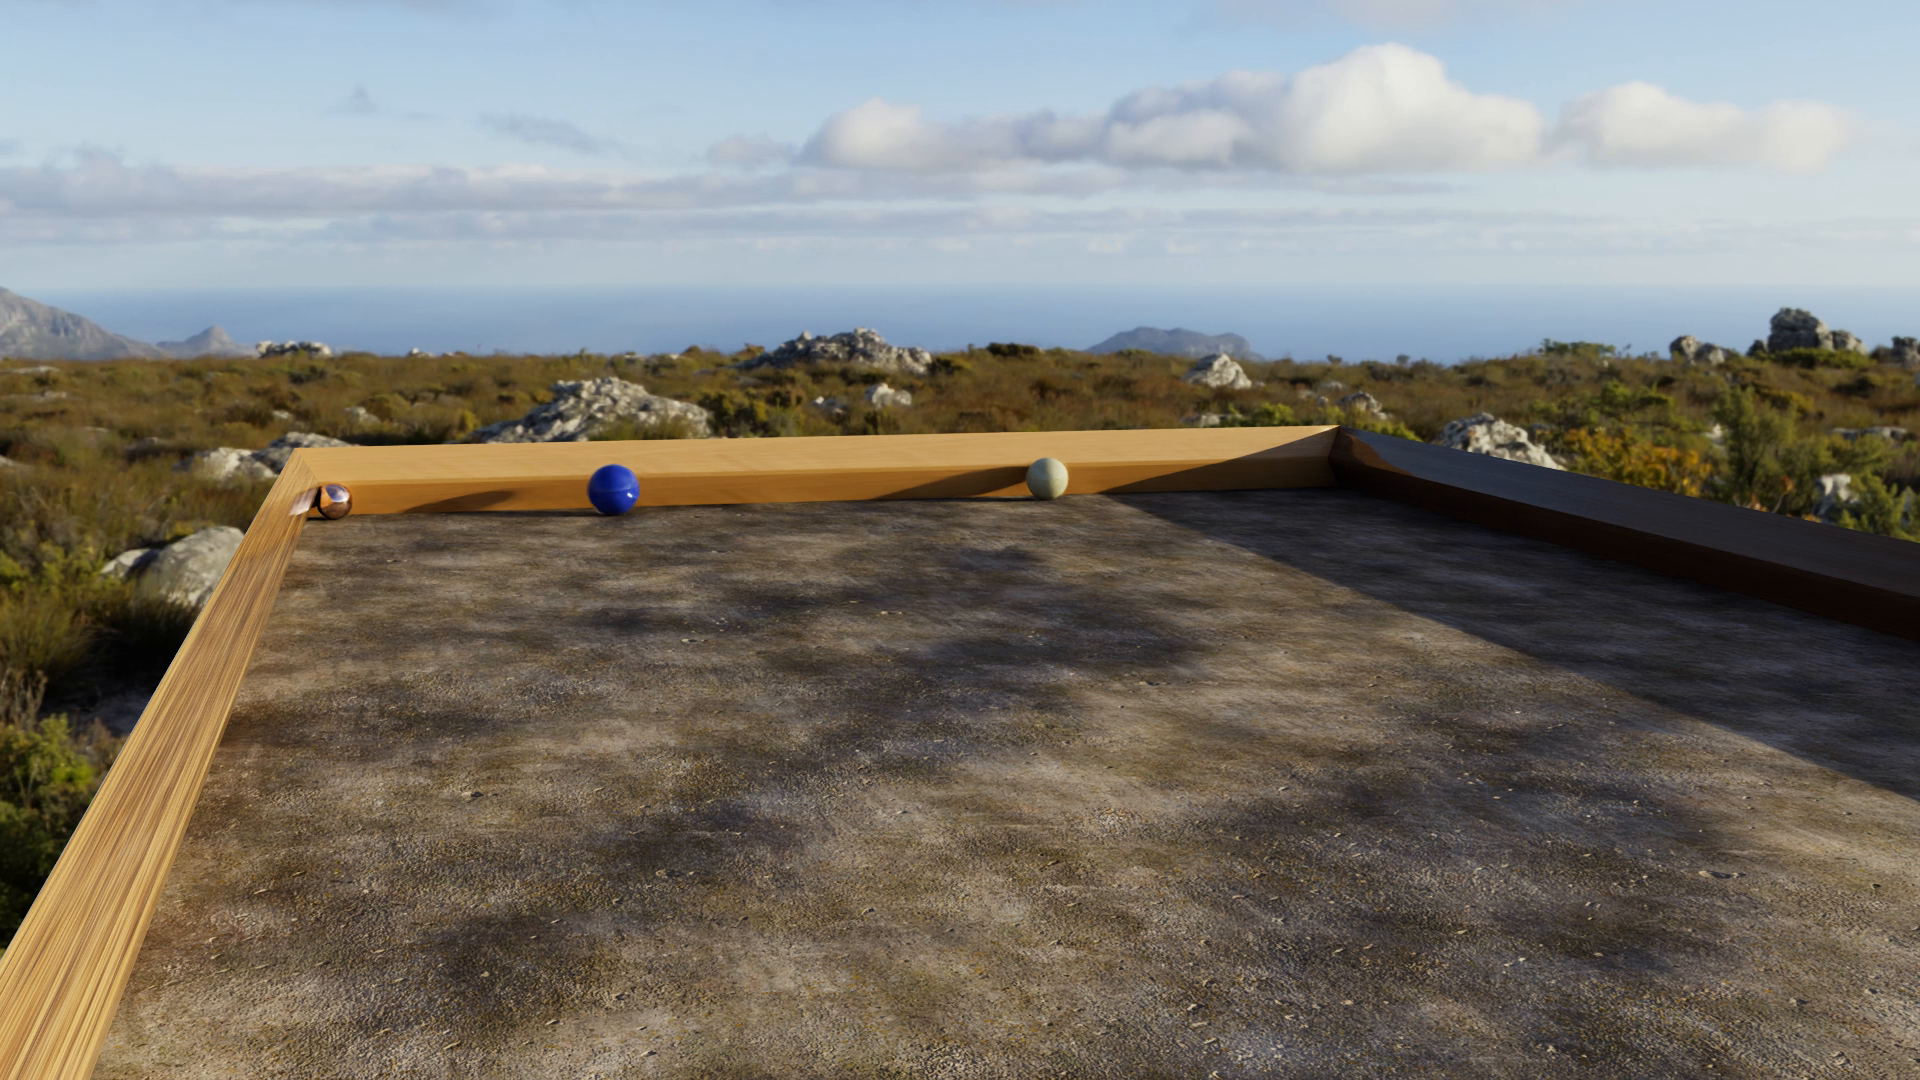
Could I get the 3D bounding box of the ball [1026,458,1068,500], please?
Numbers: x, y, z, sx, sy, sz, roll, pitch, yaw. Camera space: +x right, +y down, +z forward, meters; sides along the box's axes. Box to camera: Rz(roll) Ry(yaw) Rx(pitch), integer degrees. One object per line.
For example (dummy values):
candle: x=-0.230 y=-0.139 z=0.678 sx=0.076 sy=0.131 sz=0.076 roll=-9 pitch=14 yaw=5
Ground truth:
ball: x=0.176 y=-0.124 z=4.432 sx=0.086 sy=0.086 sz=0.086 roll=0 pitch=8 yaw=0

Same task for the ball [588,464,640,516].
ball: x=-0.658 y=-0.096 z=4.181 sx=0.098 sy=0.098 sz=0.098 roll=0 pitch=8 yaw=0

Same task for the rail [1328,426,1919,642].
rail: x=1.237 y=0.073 z=2.832 sx=0.045 sy=0.128 sz=3.811 roll=-2 pitch=8 yaw=-14

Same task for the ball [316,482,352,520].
ball: x=-1.174 y=-0.073 z=4.124 sx=0.068 sy=0.068 sz=0.068 roll=0 pitch=8 yaw=0

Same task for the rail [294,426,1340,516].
rail: x=-0.221 y=-0.141 z=4.398 sx=2.128 sy=0.128 sz=0.045 roll=-2 pitch=8 yaw=-14

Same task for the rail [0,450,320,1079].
rail: x=-0.783 y=0.141 z=2.342 sx=0.045 sy=0.128 sz=3.811 roll=-2 pitch=8 yaw=-14
